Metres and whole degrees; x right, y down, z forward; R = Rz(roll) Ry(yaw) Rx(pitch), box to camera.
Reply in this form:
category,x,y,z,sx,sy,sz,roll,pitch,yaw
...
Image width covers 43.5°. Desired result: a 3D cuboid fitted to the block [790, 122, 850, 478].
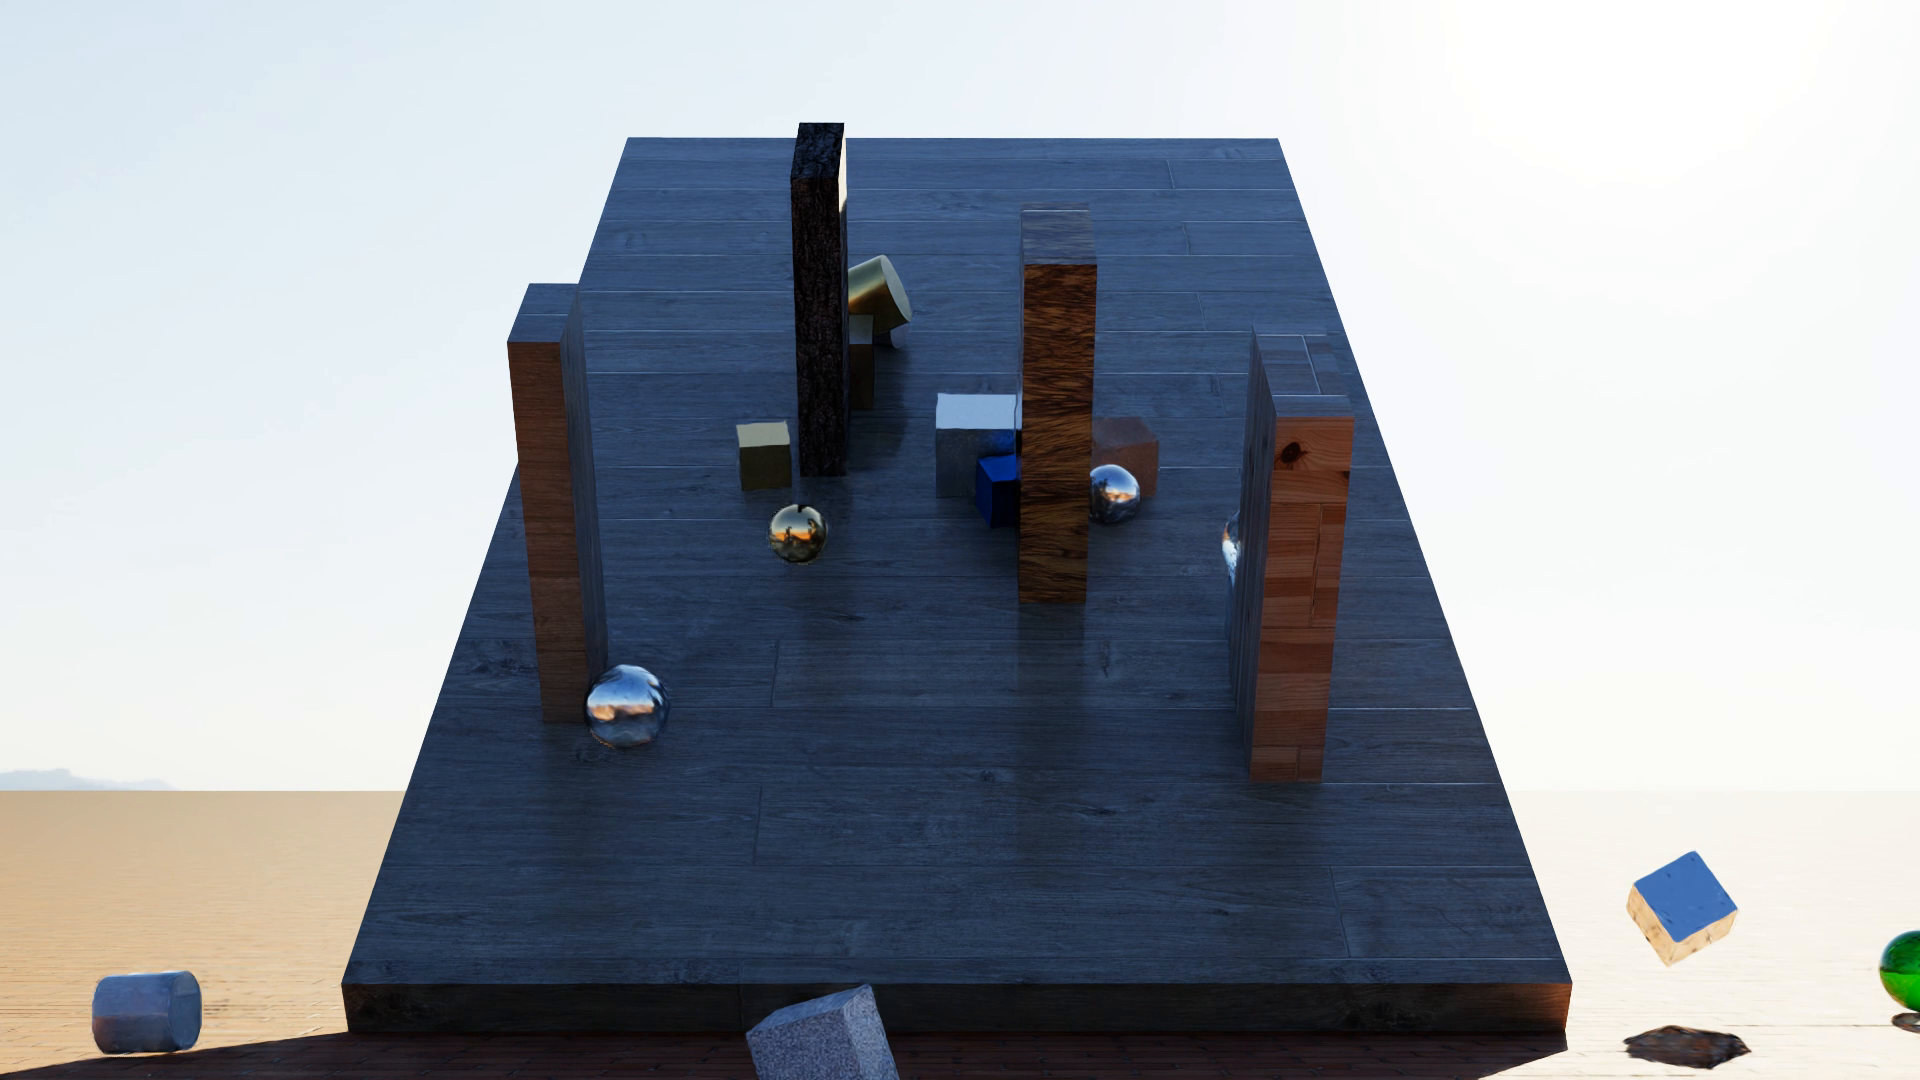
category,x,y,z,sx,sy,sz,roll,pitch,yaw
block,-0.310,-0.539,5.414,0.102,0.716,0.347,0,29,0

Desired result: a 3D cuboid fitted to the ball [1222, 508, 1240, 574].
category,x,y,z,sx,sy,sz,roll,pitch,yaw
ball,0.600,0.007,4.698,0.175,0.175,0.175,0,-6,0

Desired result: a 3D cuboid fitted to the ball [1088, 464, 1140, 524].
category,x,y,z,sx,sy,sz,roll,pitch,yaw
ball,0.326,-0.099,5.231,0.132,0.132,0.132,0,-6,0

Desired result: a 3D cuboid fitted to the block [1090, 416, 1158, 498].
category,x,y,z,sx,sy,sz,roll,pitch,yaw
block,0.356,-0.182,5.375,0.134,0.134,0.134,-8,30,-14

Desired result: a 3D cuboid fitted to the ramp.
category,x,y,z,sx,sy,sz,roll,pitch,yaw
ramp,-0.012,-0.215,5.672,2.000,0.100,4.000,0,29,0

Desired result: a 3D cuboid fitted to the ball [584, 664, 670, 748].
category,x,y,z,sx,sy,sz,roll,pitch,yaw
ball,-0.619,0.309,4.472,0.156,0.156,0.156,0,-6,0

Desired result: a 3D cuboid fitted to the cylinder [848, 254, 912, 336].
category,x,y,z,sx,sy,sz,roll,pitch,yaw
cylinder,-0.236,-0.582,5.886,0.178,0.178,0.178,-22,-11,12

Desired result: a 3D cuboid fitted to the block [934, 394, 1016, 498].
category,x,y,z,sx,sy,sz,roll,pitch,yaw
block,0.034,-0.210,5.383,0.174,0.174,0.174,1,29,1

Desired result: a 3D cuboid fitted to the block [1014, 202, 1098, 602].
category,x,y,z,sx,sy,sz,roll,pitch,yaw
block,0.191,-0.278,4.915,0.139,0.751,0.325,0,29,0

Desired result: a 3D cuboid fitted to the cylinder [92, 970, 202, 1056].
category,x,y,z,sx,sy,sz,roll,pitch,yaw
cylinder,-1.209,0.704,3.580,0.118,0.118,0.118,-4,-6,6

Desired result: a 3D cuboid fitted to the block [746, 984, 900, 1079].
category,x,y,z,sx,sy,sz,roll,pitch,yaw
block,-0.160,0.609,2.825,0.122,0.122,0.122,-18,-2,14

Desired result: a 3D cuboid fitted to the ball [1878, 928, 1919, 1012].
category,x,y,z,sx,sy,sz,roll,pitch,yaw
ball,1.712,0.765,4.276,0.149,0.149,0.149,0,-6,0

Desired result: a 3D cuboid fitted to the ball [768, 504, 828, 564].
category,x,y,z,sx,sy,sz,roll,pitch,yaw
ball,-0.341,-0.014,5.074,0.126,0.126,0.126,0,-6,0

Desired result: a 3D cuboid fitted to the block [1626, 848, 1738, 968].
category,x,y,z,sx,sy,sz,roll,pitch,yaw
block,1.282,0.656,4.276,0.129,0.129,0.129,-27,-30,-6

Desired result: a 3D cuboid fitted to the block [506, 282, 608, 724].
category,x,y,z,sx,sy,sz,roll,pitch,yaw
block,-0.743,-0.061,4.480,0.092,0.793,0.258,0,29,0

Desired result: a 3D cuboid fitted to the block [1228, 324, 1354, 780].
category,x,y,z,sx,sy,sz,roll,pitch,yaw
block,0.596,0.024,4.388,0.130,0.743,0.382,0,29,0

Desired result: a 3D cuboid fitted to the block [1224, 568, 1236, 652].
category,x,y,z,sx,sy,sz,roll,pitch,yaw
block,0.610,0.153,4.766,0.147,0.147,0.147,0,29,-1

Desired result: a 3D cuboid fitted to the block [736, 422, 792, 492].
category,x,y,z,sx,sy,sz,roll,pitch,yaw
block,-0.440,-0.187,5.402,0.113,0.113,0.113,-4,30,-8

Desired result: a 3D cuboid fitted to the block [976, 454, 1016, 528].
category,x,y,z,sx,sy,sz,roll,pitch,yaw
block,0.107,-0.108,5.260,0.113,0.113,0.113,-6,30,-15

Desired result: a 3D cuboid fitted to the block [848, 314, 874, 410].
category,x,y,z,sx,sy,sz,roll,pitch,yaw
block,-0.294,-0.428,5.773,0.171,0.171,0.171,0,29,0

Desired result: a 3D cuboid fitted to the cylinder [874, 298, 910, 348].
category,x,y,z,sx,sy,sz,roll,pitch,yaw
cylinder,-0.213,-0.559,6.042,0.138,0.138,0.138,10,-2,18
